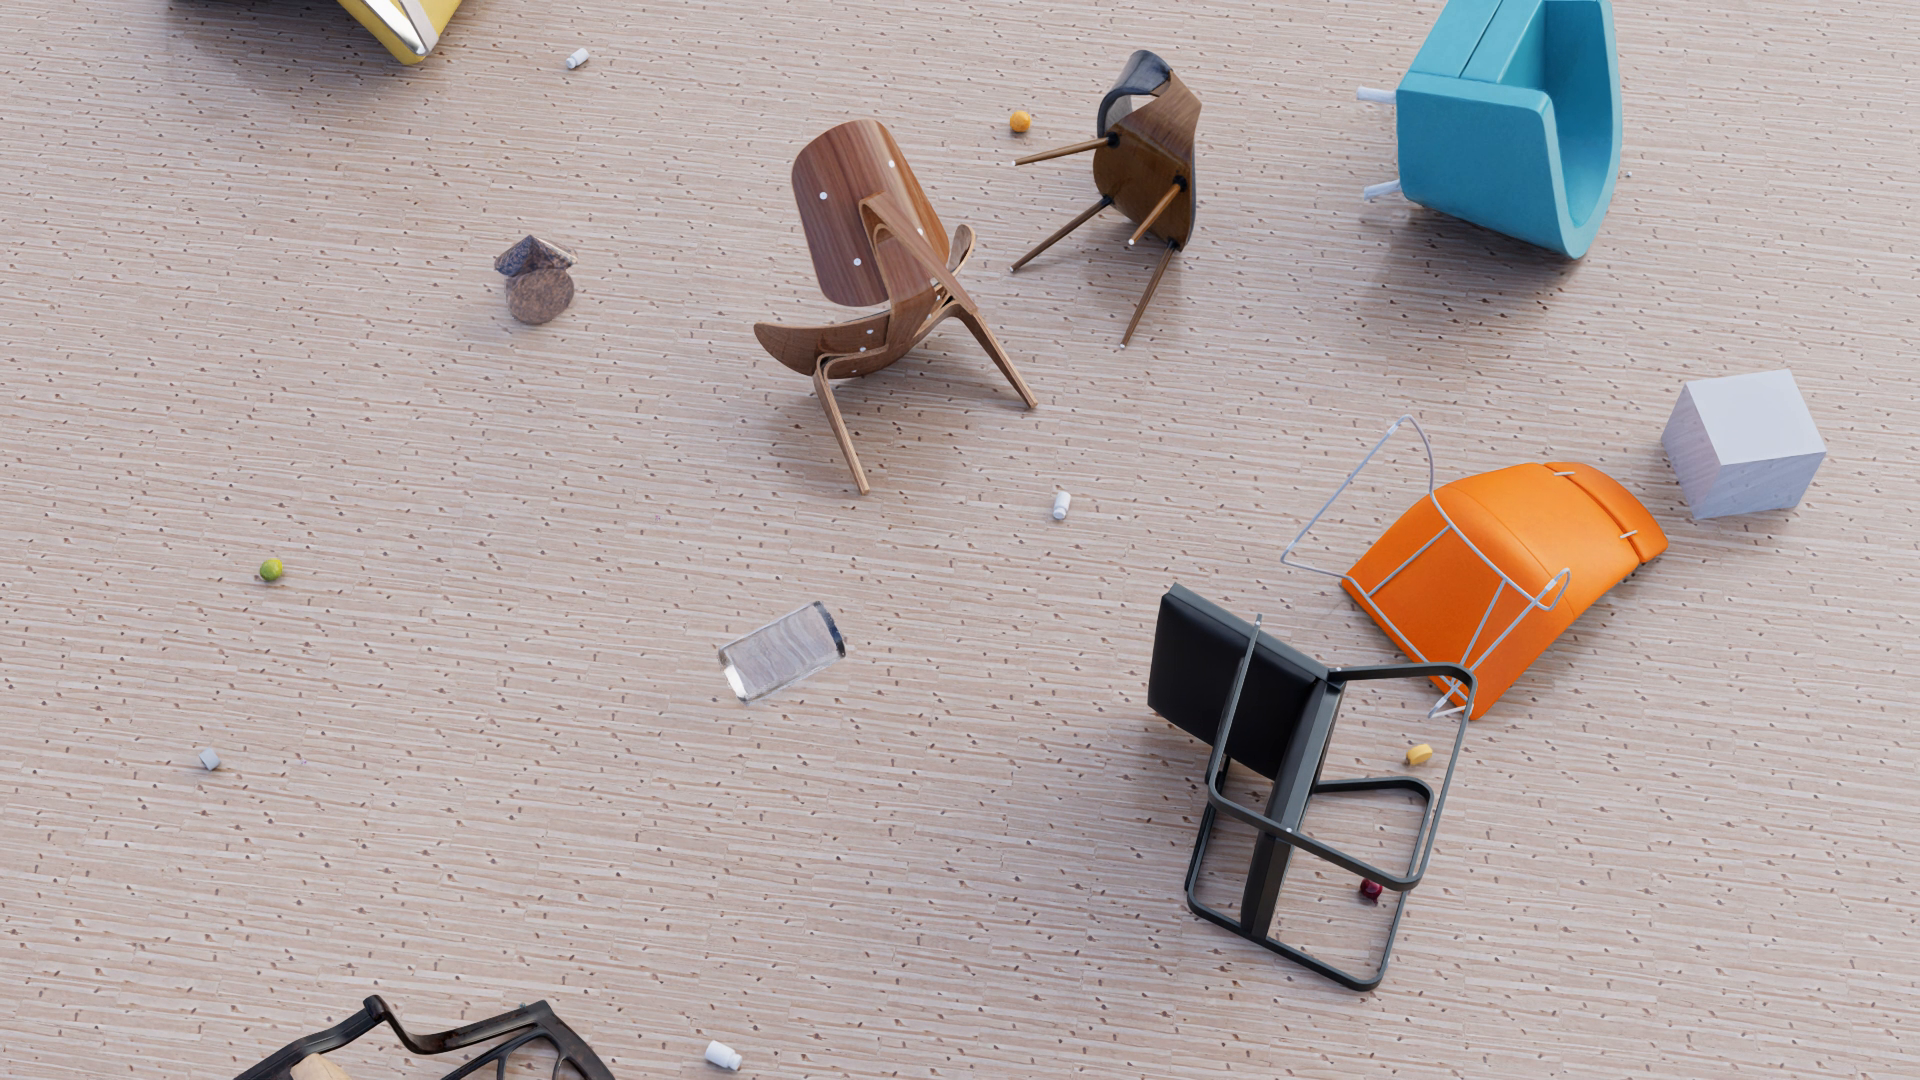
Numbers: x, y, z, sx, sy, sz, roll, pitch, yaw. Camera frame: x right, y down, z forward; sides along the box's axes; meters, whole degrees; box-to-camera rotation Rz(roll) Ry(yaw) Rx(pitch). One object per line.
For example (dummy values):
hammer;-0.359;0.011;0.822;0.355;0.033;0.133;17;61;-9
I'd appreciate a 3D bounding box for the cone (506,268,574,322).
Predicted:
cone;-1.403;-0.812;7.068;0.242;0.172;0.223;-23;34;-37

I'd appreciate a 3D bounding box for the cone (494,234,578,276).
cone;-1.385;-0.950;7.135;0.273;0.126;0.151;-7;56;-4

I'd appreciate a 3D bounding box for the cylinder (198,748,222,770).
cylinder;-2.093;0.611;6.134;0.037;0.051;0.060;-37;59;-22

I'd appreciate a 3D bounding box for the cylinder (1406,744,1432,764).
cylinder;1.282;0.599;6.140;0.074;0.054;0.028;-16;57;-19

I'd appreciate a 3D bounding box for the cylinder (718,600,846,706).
cylinder;-0.506;0.322;6.251;0.312;0.176;0.183;-26;79;-17

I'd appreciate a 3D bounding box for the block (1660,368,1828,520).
block;2.345;-0.287;6.598;0.322;0.280;0.310;-7;56;-5
